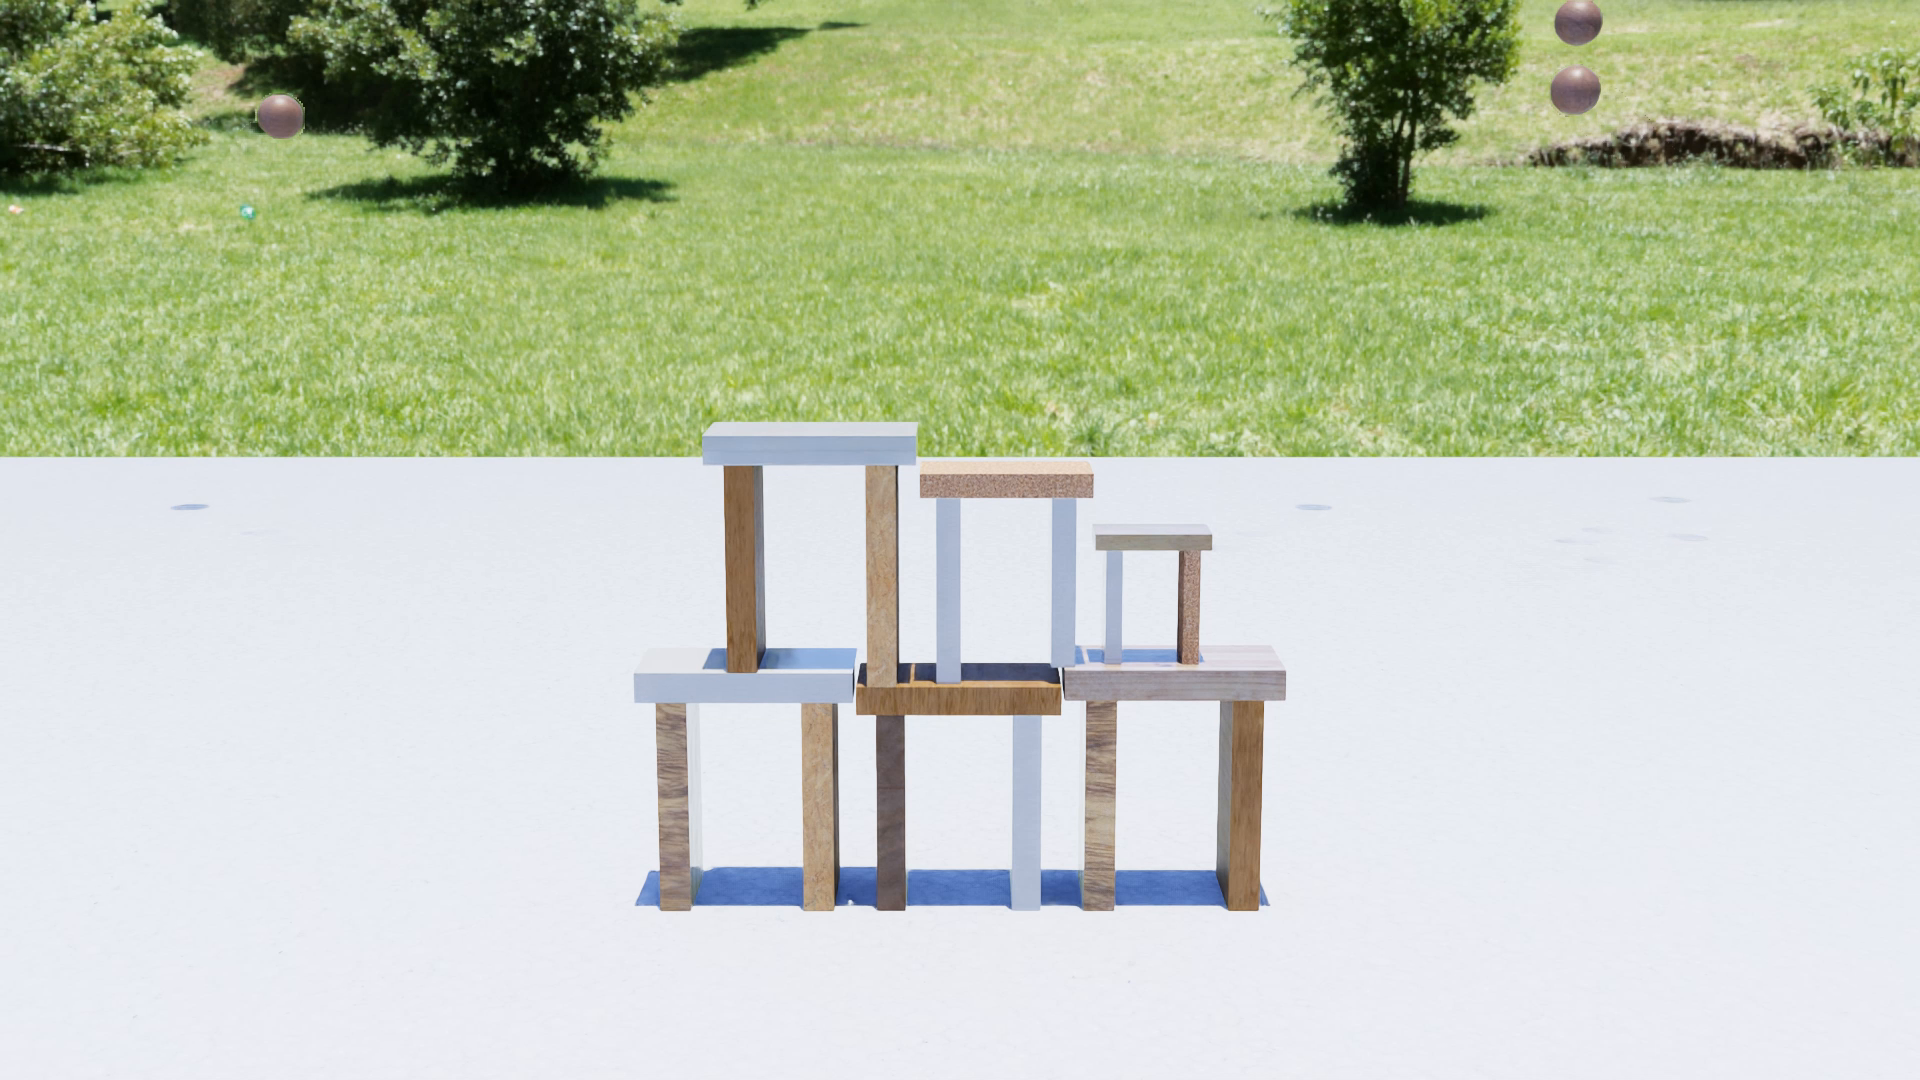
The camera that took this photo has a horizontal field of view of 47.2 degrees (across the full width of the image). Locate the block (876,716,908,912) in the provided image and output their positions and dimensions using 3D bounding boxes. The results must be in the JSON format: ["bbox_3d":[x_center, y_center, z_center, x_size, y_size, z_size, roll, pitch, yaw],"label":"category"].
[{"bbox_3d":[-0.112,0.428,3.638,0.047,0.329,0.165,0,11,0],"label":"block"}]

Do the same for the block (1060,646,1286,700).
[{"bbox_3d":[0.345,0.217,3.603,0.354,0.050,0.177,0,11,0],"label":"block"}]

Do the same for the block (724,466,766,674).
[{"bbox_3d":[-0.348,0.033,3.564,0.047,0.335,0.167,0,11,0],"label":"block"}]

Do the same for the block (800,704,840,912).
[{"bbox_3d":[-0.230,0.418,3.639,0.050,0.350,0.175,0,11,0],"label":"block"}]

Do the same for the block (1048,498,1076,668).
[{"bbox_3d":[0.165,0.057,3.574,0.039,0.275,0.138,0,11,0],"label":"block"}]

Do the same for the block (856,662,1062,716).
[{"bbox_3d":[-0.002,0.243,3.603,0.329,0.047,0.165,0,11,0],"label":"block"}]

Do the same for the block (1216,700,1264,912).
[{"bbox_3d":[0.463,0.415,3.640,0.050,0.354,0.177,0,11,0],"label":"block"}]

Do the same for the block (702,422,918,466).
[{"bbox_3d":[-0.236,-0.155,3.529,0.335,0.047,0.167,0,11,0],"label":"block"}]

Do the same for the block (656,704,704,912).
[{"bbox_3d":[-0.463,0.418,3.639,0.050,0.350,0.175,0,11,0],"label":"block"}]

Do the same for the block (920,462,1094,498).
[{"bbox_3d":[0.074,-0.098,3.545,0.275,0.039,0.138,0,11,0],"label":"block"}]

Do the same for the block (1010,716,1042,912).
[{"bbox_3d":[0.108,0.428,3.638,0.047,0.329,0.165,0,11,0],"label":"block"}]

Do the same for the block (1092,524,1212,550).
[{"bbox_3d":[0.310,-0.004,3.561,0.187,0.027,0.094,0,11,0],"label":"block"}]

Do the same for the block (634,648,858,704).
[{"bbox_3d":[-0.347,0.221,3.602,0.350,0.050,0.175,0,11,0],"label":"block"}]

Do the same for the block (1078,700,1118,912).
[{"bbox_3d":[0.227,0.415,3.640,0.050,0.354,0.177,0,11,0],"label":"block"}]

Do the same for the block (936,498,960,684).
[{"bbox_3d":[-0.018,0.071,3.576,0.039,0.303,0.138,0,11,0],"label":"block"}]

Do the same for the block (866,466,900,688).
[{"bbox_3d":[-0.125,0.044,3.566,0.047,0.358,0.167,0,11,0],"label":"block"}]

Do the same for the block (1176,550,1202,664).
[{"bbox_3d":[0.372,0.101,3.580,0.027,0.187,0.094,0,11,0],"label":"block"}]

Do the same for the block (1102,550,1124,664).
[{"bbox_3d":[0.248,0.101,3.580,0.027,0.187,0.094,0,11,0],"label":"block"}]
